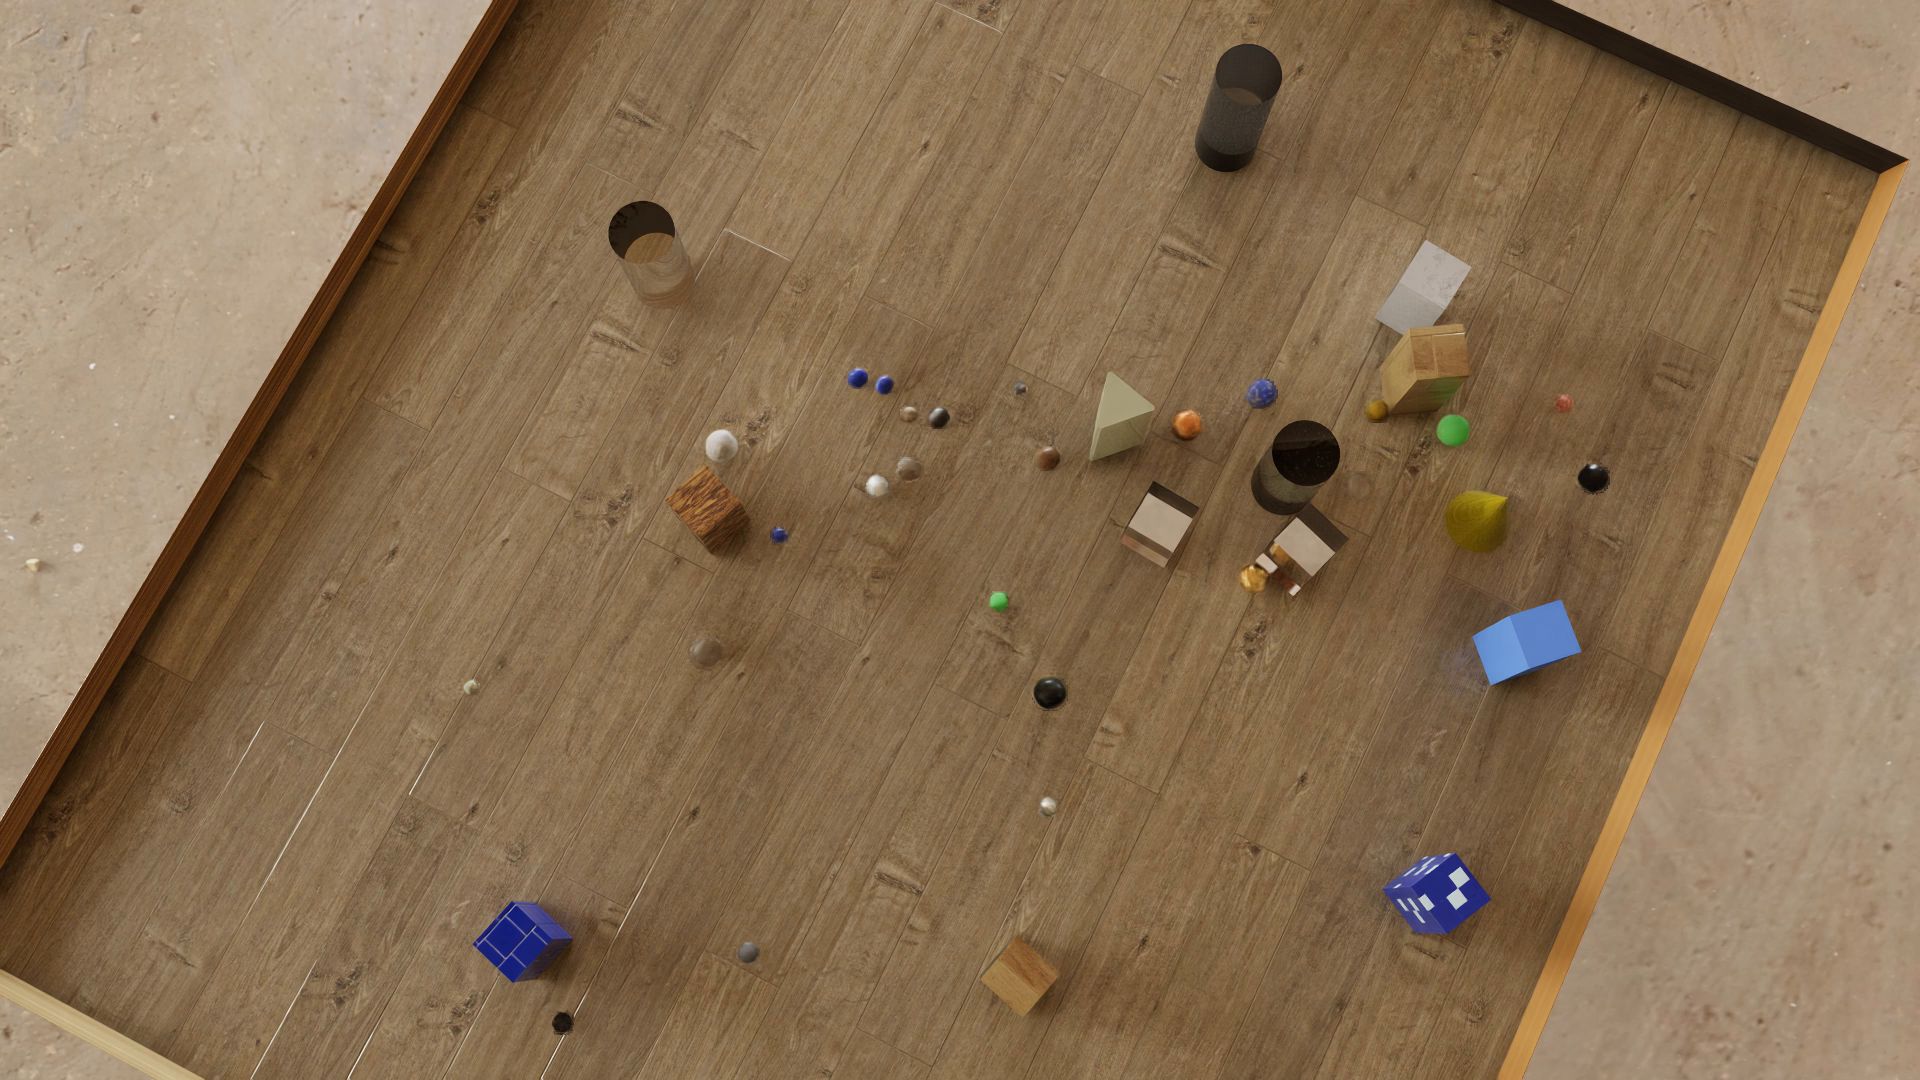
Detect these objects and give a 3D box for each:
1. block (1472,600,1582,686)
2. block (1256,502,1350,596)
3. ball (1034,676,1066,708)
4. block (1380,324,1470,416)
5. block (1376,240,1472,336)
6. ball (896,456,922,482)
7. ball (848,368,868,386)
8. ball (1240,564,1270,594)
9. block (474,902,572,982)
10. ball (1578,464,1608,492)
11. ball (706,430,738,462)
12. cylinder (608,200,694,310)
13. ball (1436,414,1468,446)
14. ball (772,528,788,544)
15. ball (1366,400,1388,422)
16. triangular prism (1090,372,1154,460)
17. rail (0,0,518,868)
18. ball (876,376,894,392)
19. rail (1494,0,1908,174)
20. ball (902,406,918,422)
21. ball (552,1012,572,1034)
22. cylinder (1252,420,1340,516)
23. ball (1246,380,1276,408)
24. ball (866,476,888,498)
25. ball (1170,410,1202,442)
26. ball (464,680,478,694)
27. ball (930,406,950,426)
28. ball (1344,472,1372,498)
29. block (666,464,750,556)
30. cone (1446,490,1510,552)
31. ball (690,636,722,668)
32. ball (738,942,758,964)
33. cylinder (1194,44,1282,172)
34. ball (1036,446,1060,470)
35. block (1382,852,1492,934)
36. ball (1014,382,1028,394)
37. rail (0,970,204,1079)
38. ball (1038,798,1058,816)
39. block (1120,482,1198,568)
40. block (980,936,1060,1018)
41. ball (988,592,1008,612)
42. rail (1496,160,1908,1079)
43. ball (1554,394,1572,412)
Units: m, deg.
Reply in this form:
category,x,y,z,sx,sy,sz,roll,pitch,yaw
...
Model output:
category,x,y,z,sx,sy,sz,roll,pitch,yaw
block,1.652,0.303,5.359,0.157,0.382,0.157,-17,79,-3
block,1.014,0.030,5.449,0.157,0.315,0.157,44,82,8
ball,0.269,0.456,5.473,0.096,0.096,0.096,0,78,0
block,1.396,-0.509,5.523,0.157,0.389,0.157,-5,78,-1
block,1.412,-0.754,5.603,0.157,0.333,0.157,33,80,6
ball,-0.155,-0.217,5.621,0.079,0.079,0.079,0,78,0
ball,-0.315,-0.506,5.690,0.061,0.061,0.061,0,78,0
ball,0.891,0.117,5.546,0.090,0.090,0.090,0,78,0
block,-1.245,1.146,5.235,0.157,0.282,0.157,41,81,8
ball,1.939,-0.190,5.612,0.086,0.086,0.086,0,78,0
ball,-0.733,-0.287,5.626,0.098,0.098,0.098,0,78,0
cylinder,-0.936,-0.863,5.586,0.197,0.410,0.197,0,78,0
ball,1.515,-0.338,5.637,0.097,0.097,0.097,0,78,0
ball,-0.549,-0.013,5.595,0.047,0.047,0.047,0,78,0
ball,1.291,-0.401,5.666,0.066,0.066,0.066,0,78,0
triangular prism,0.458,-0.381,5.497,0.170,0.389,0.147,-19,79,-4
rail,-1.872,-0.910,5.739,0.045,0.128,4.822,26,80,5
ball,-0.234,-0.485,5.689,0.054,0.054,0.054,0,78,0
rail,1.068,-2.084,5.982,4.234,0.128,0.045,26,80,5
ball,-0.157,-0.389,5.673,0.047,0.047,0.047,0,78,0
ball,-1.150,1.396,5.298,0.058,0.058,0.058,0,78,0
cylinder,0.996,-0.211,5.462,0.197,0.389,0.197,0,78,0
ball,0.930,-0.451,5.665,0.089,0.089,0.089,0,78,0
ball,-0.253,-0.163,5.614,0.071,0.071,0.071,0,78,0
ball,0.697,-0.352,5.641,0.095,0.095,0.095,0,78,0
ball,-1.470,0.443,5.504,0.041,0.041,0.041,0,78,0
ball,-0.064,-0.381,5.664,0.062,0.062,0.062,0,78,0
ball,1.219,-0.168,5.609,0.082,0.082,0.082,0,78,0
block,-0.754,-0.087,5.502,0.157,0.261,0.157,-43,81,-8
cone,1.590,-0.090,5.474,0.197,0.316,0.197,0,78,0
ball,-0.760,0.336,5.498,0.097,0.097,0.097,0,78,0
ball,-0.619,1.204,5.337,0.060,0.060,0.060,0,78,0
cylinder,0.852,-1.322,5.639,0.197,0.491,0.197,0,78,0
ball,0.271,-0.253,5.632,0.072,0.072,0.072,0,78,0
block,1.355,1.010,5.226,0.157,0.356,0.157,-35,81,-7
ball,0.189,-0.472,5.693,0.042,0.042,0.042,0,78,0
rail,-1.068,2.098,5.116,4.234,0.128,0.045,26,80,5
ball,0.262,0.790,5.424,0.056,0.056,0.056,0,78,0
block,0.597,-0.045,5.500,0.157,0.246,0.157,31,80,6
block,0.167,1.239,5.216,0.157,0.282,0.157,41,81,8
ball,0.116,0.187,5.549,0.057,0.057,0.057,0,78,0
rail,1.872,0.924,5.359,0.045,0.128,4.822,26,80,5
ball,1.868,-0.425,5.677,0.055,0.055,0.055,0,78,0
